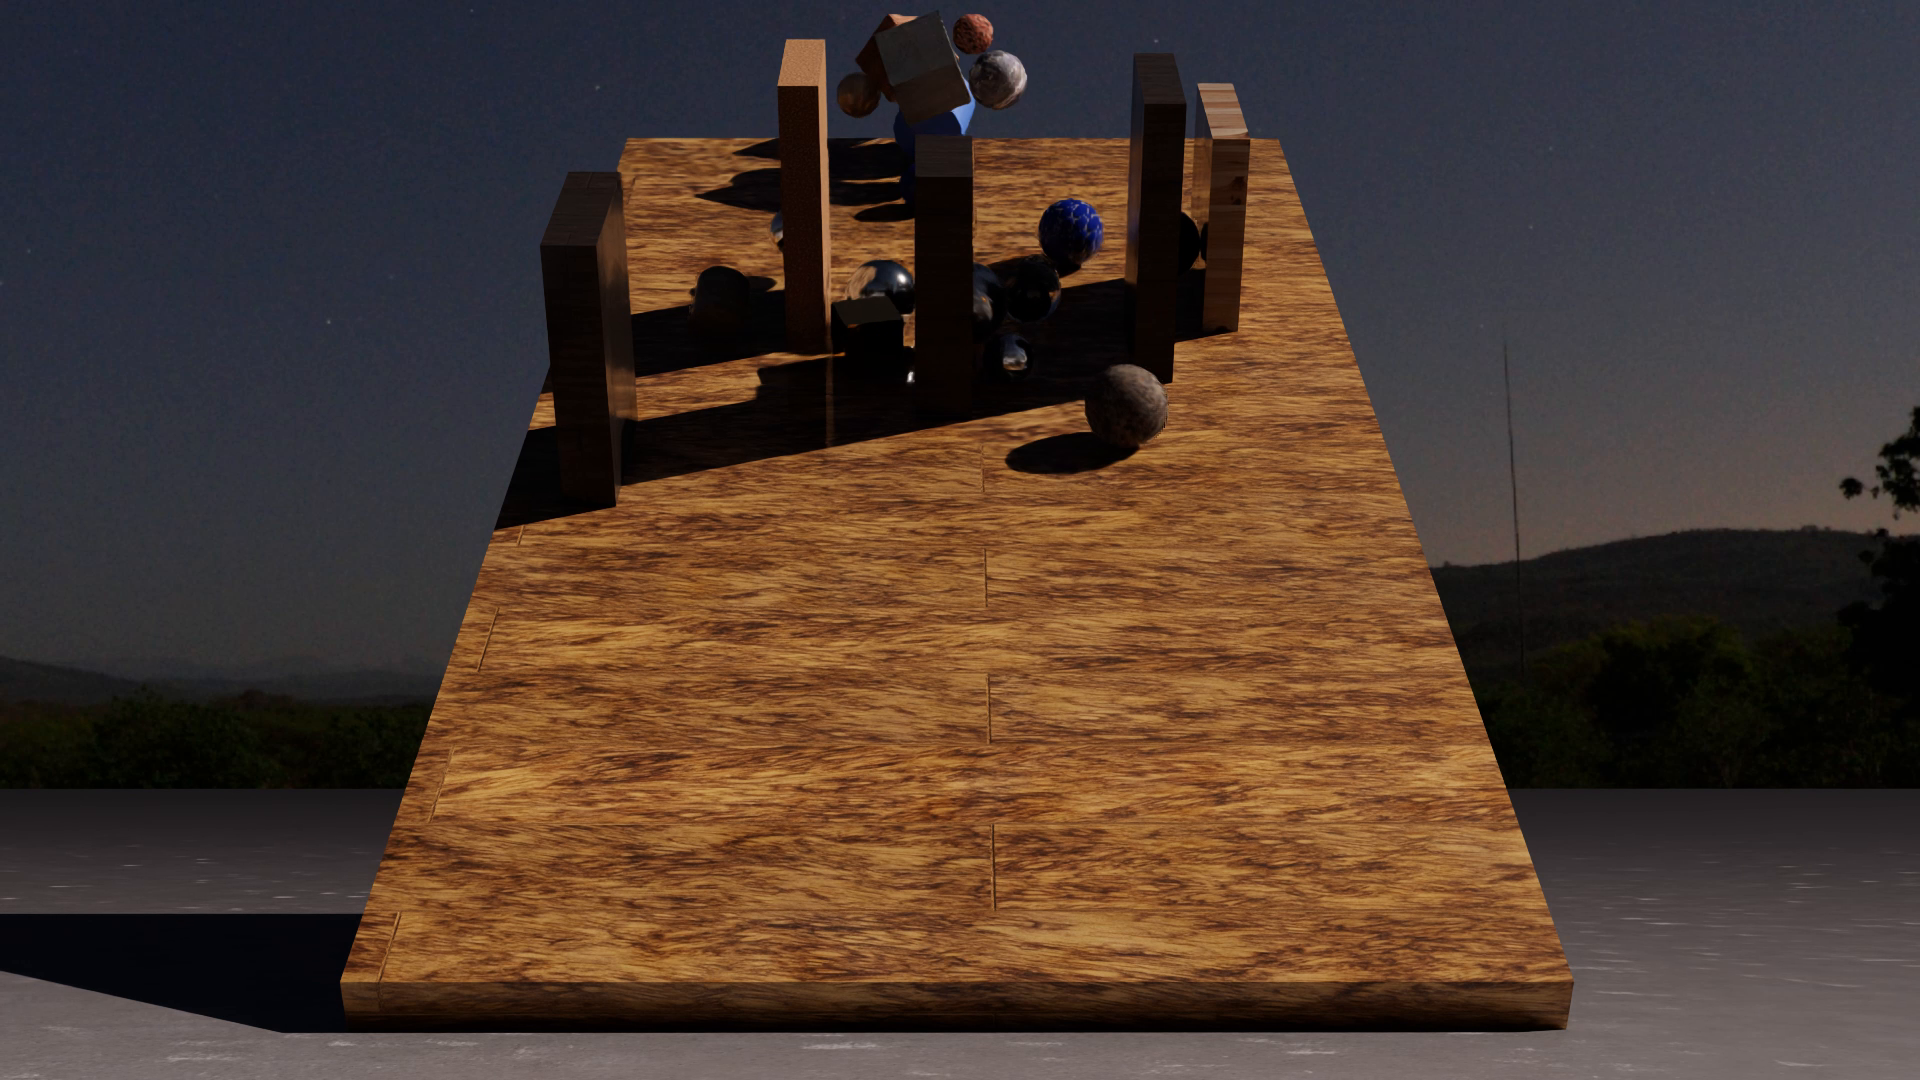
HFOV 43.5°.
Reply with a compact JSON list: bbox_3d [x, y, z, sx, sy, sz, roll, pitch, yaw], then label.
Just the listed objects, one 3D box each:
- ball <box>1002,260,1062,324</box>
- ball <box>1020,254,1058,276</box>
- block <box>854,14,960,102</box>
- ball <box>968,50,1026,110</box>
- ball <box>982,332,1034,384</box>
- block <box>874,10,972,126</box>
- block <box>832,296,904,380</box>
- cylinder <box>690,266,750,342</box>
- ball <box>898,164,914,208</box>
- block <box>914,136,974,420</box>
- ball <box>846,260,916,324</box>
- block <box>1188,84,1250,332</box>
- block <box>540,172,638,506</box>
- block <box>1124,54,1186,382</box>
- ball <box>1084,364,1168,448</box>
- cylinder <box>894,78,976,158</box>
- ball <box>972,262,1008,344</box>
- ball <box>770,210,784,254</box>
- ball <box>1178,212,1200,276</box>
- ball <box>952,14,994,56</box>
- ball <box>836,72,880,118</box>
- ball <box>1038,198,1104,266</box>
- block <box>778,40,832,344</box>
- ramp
[{"bbox_3d":[0.179,-0.634,6.147,0.162,0.162,0.162,0,-6,0],"label":"ball"},{"bbox_3d":[0.202,-0.693,6.302,0.115,0.115,0.115,0,-6,0],"label":"ball"},{"bbox_3d":[-0.162,-1.469,7.348,0.185,0.185,0.185,-10,-34,-53],"label":"block"},{"bbox_3d":[0.109,-1.334,6.975,0.170,0.170,0.170,0,-6,0],"label":"ball"},{"bbox_3d":[0.118,-0.442,5.841,0.124,0.124,0.124,0,-6,0],"label":"ball"},{"bbox_3d":[-0.108,-1.369,6.982,0.199,0.199,0.199,-20,-28,5],"label":"block"},{"bbox_3d":[-0.228,-0.498,5.918,0.146,0.146,0.146,-8,30,-14],"label":"block"},{"bbox_3d":[-0.604,-0.593,6.054,0.135,0.135,0.135,4,-38,3],"label":"cylinder"},{"bbox_3d":[-0.107,-1.006,6.841,0.134,0.134,0.134,0,-6,0],"label":"ball"},{"bbox_3d":[-0.038,-0.616,5.657,0.132,0.607,0.275,0,29,0],"label":"block"},{"bbox_3d":[-0.198,-0.618,6.092,0.186,0.186,0.186,0,-6,0],"label":"ball"},{"bbox_3d":[0.664,-0.860,6.195,0.092,0.514,0.424,0,29,0],"label":"block"},{"bbox_3d":[-0.817,-0.449,5.342,0.117,0.618,0.433,0,29,0],"label":"block"},{"bbox_3d":[0.471,-0.784,5.858,0.097,0.708,0.374,0,29,0],"label":"block"},{"bbox_3d":[0.382,-0.309,5.537,0.191,0.191,0.191,0,-6,0],"label":"ball"},{"bbox_3d":[-0.075,-1.275,7.212,0.208,0.208,0.208,-2,38,16],"label":"cylinder"},{"bbox_3d":[0.015,-0.587,5.947,0.204,0.204,0.204,0,-6,0],"label":"ball"},{"bbox_3d":[-0.435,-0.817,6.371,0.139,0.139,0.139,0,-6,0],"label":"ball"},{"bbox_3d":[0.525,-0.764,6.190,0.186,0.186,0.186,0,-6,0],"label":"ball"},{"bbox_3d":[0.039,-1.489,7.077,0.121,0.121,0.121,0,-6,0],"label":"ball"},{"bbox_3d":[-0.300,-1.313,7.094,0.131,0.131,0.131,0,-6,0],"label":"ball"},{"bbox_3d":[0.298,-0.829,6.480,0.179,0.179,0.179,0,-6,0],"label":"ball"},{"bbox_3d":[-0.388,-0.876,6.050,0.097,0.675,0.365,0,29,0],"label":"block"},{"bbox_3d":[-0.012,-0.216,5.666,2.000,0.100,4.000,0,29,0],"label":"ramp"}]
